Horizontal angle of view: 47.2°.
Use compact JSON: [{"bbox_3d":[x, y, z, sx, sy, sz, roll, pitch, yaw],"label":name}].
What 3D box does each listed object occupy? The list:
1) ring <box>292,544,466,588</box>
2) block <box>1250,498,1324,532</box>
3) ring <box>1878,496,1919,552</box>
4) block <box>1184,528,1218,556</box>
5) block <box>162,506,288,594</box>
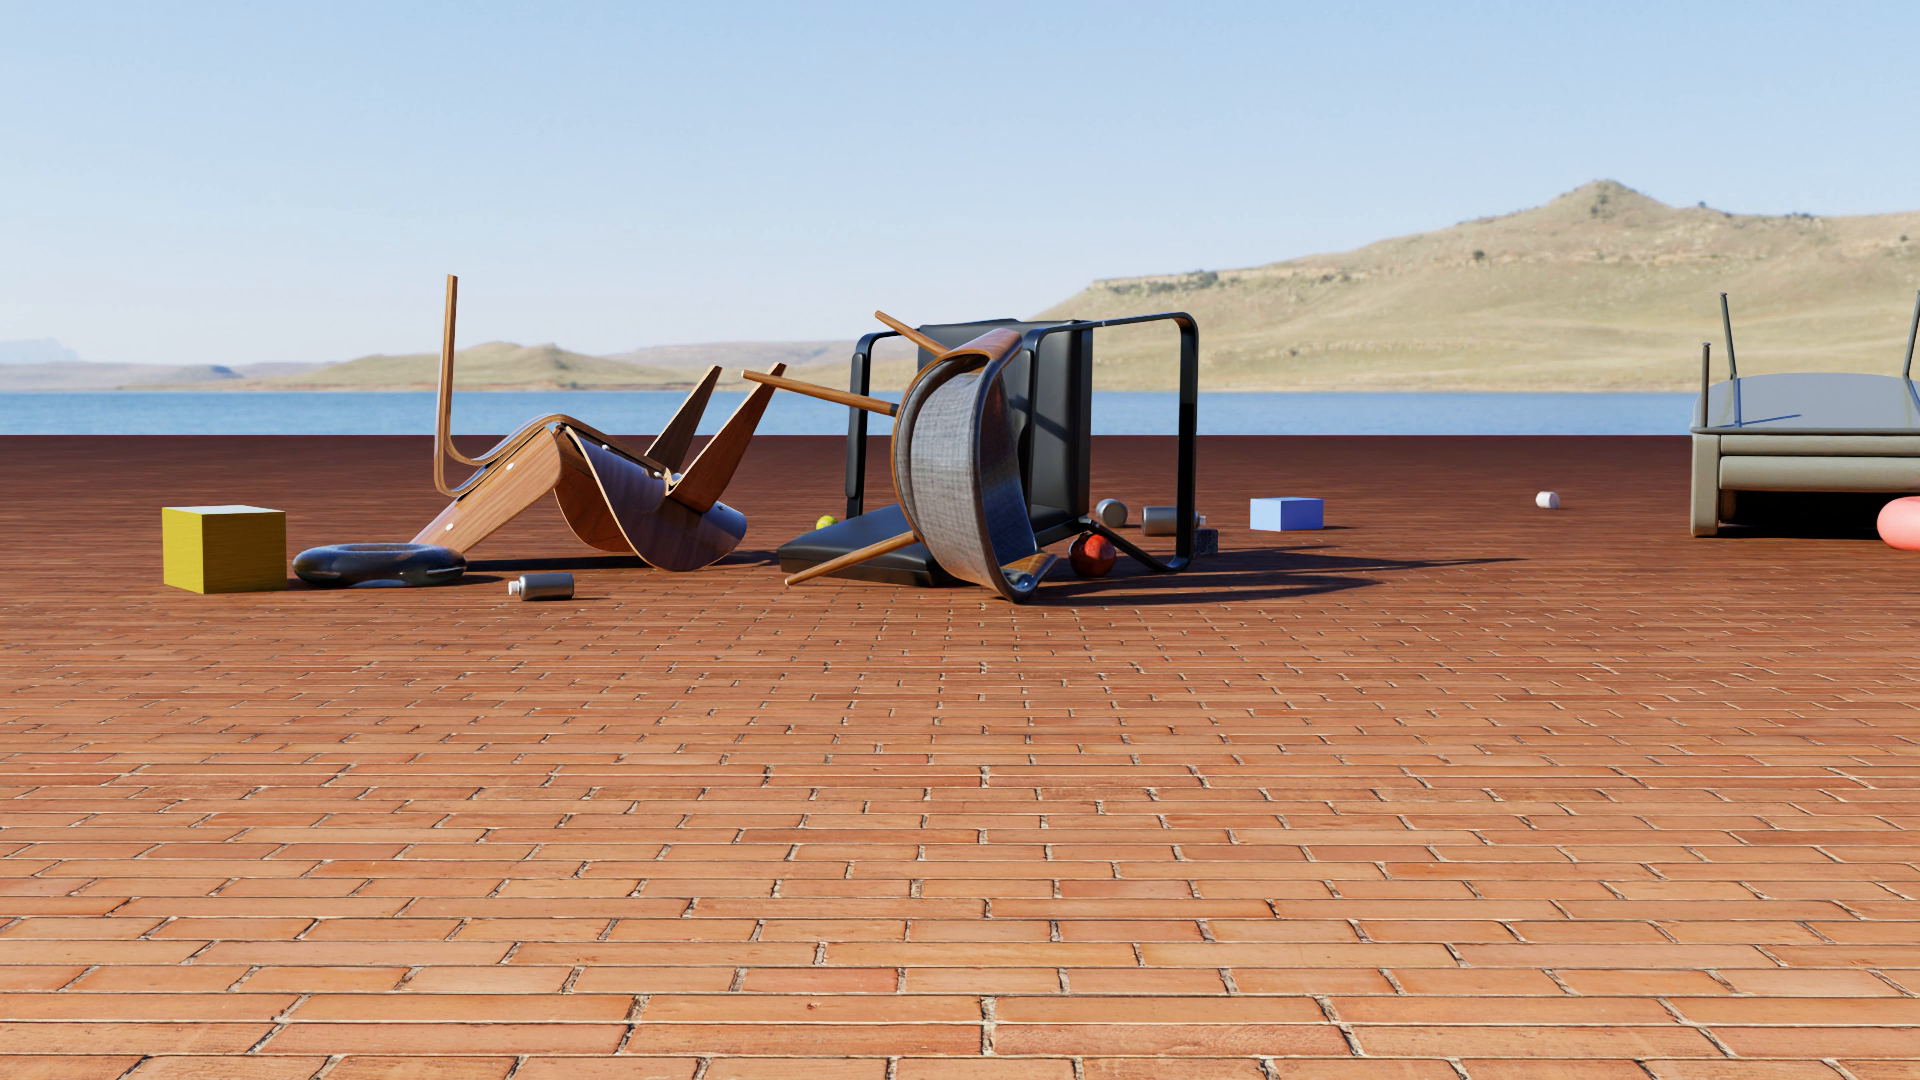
[{"bbox_3d":[-1.347,0.058,5.114,0.402,0.082,0.358,-3,5,-40],"label":"ring"},{"bbox_3d":[1.049,-0.083,7.056,0.181,0.096,0.143,-3,5,-33],"label":"block"},{"bbox_3d":[2.781,-0.043,6.145,0.399,0.142,0.413,-2,5,-11],"label":"ring"},{"bbox_3d":[0.656,0.005,5.985,0.082,0.067,0.049,-3,5,-39],"label":"block"},{"bbox_3d":[-1.673,0.018,4.998,0.184,0.175,0.319,-3,5,-34],"label":"block"}]
